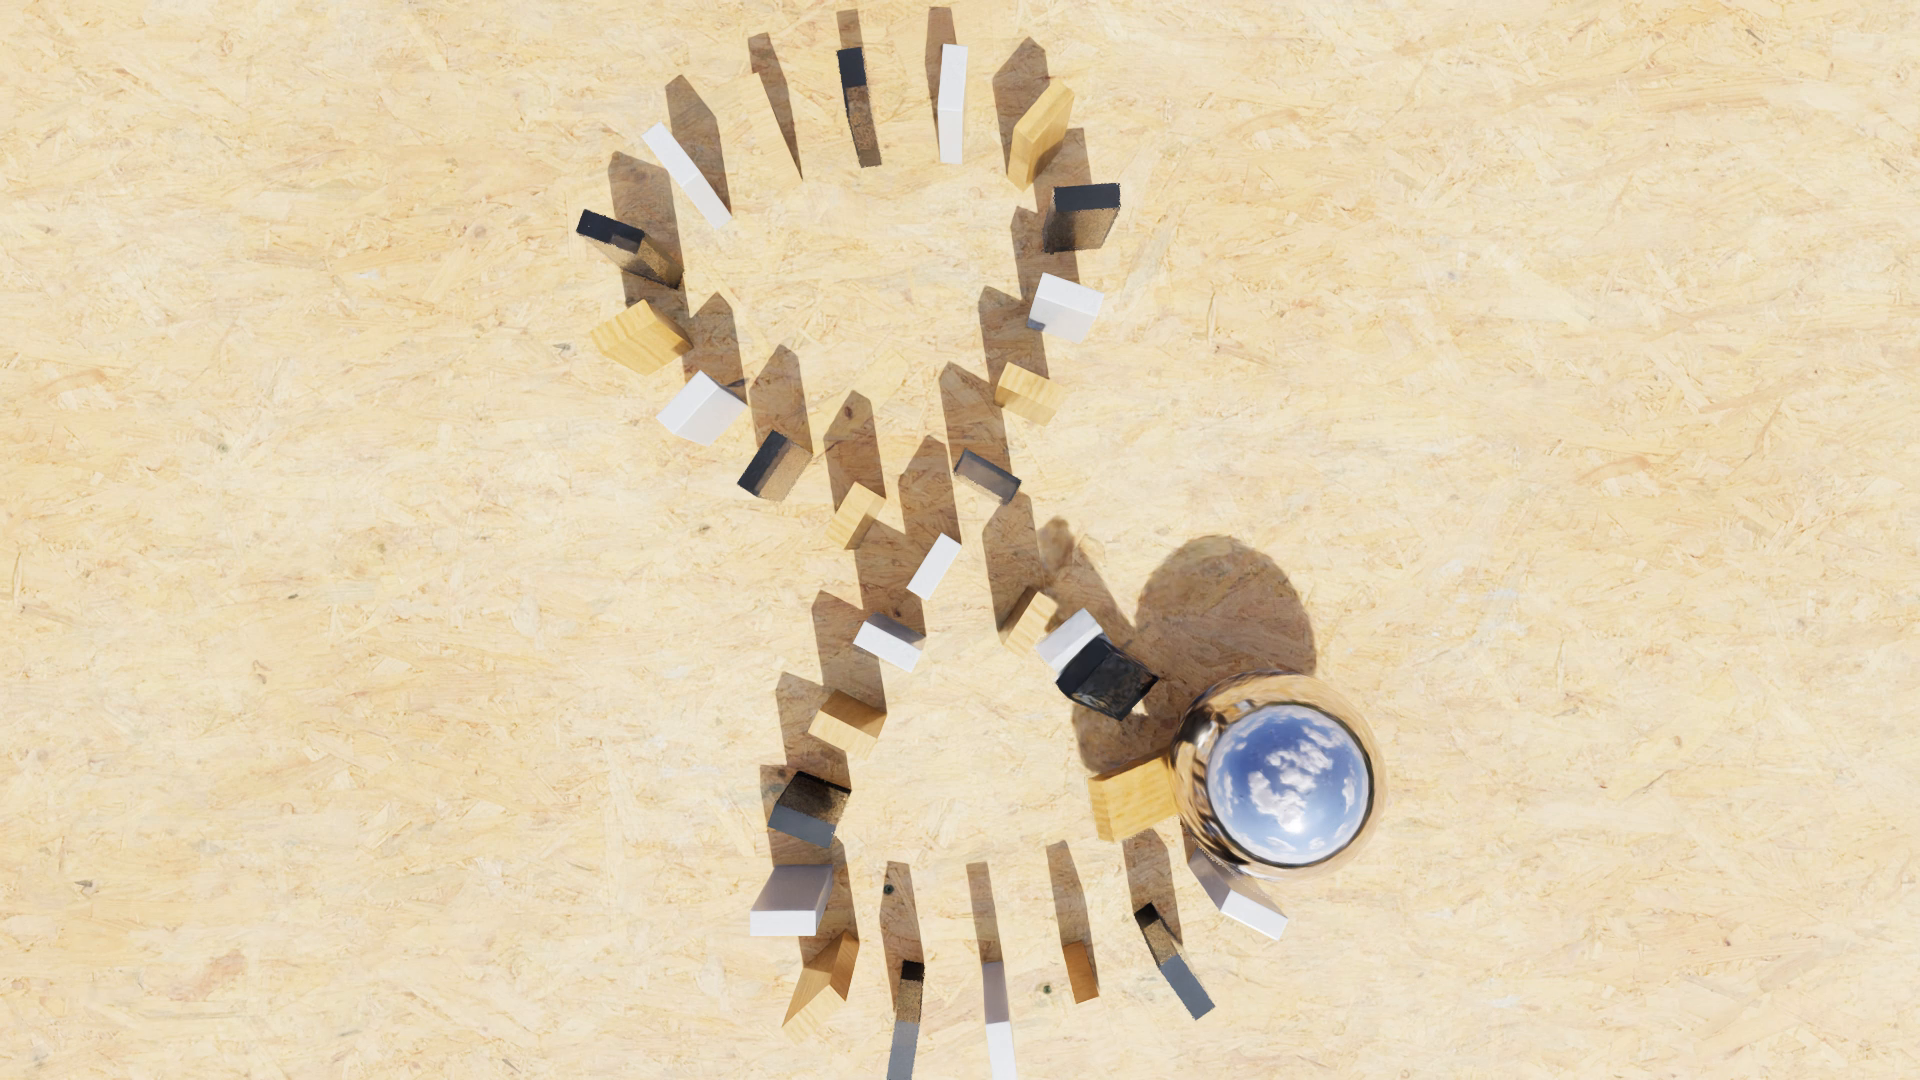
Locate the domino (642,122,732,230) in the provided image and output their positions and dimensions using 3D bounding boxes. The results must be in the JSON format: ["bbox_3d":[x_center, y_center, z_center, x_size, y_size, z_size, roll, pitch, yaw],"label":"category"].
[{"bbox_3d":[-0.111,-0.148,0.375,0.009,0.050,0.025,-38,90,0],"label":"domino"}]

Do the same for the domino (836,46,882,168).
[{"bbox_3d":[-0.041,-0.175,0.375,0.009,0.050,0.025,-9,90,0],"label":"domino"}]

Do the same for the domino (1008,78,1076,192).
[{"bbox_3d":[0.032,-0.164,0.375,0.010,0.050,0.025,41,90,0],"label":"domino"}]

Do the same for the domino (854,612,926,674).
[{"bbox_3d":[-0.028,0.041,0.375,0.025,0.050,0.010,28,90,0],"label":"domino"}]

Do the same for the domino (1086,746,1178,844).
[{"bbox_3d":[0.077,0.105,0.383,0.050,0.009,0.025,-12,90,-32],"label":"domino"}]

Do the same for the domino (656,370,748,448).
[{"bbox_3d":[-0.104,-0.053,0.375,0.009,0.050,0.025,43,90,0],"label":"domino"}]

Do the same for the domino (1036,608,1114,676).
[{"bbox_3d":[0.050,0.047,0.376,0.025,0.050,0.010,-40,59,1],"label":"domino"}]

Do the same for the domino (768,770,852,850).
[{"bbox_3d":[-0.060,0.109,0.375,0.025,0.050,0.009,21,90,0],"label":"domino"}]

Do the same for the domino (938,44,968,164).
[{"bbox_3d":[-0.003,-0.177,0.375,0.009,0.050,0.025,5,90,0],"label":"domino"}]

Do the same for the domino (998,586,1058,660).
[{"bbox_3d":[0.027,0.033,0.375,0.009,0.050,0.025,33,90,0],"label":"domino"}]

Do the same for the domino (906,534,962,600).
[{"bbox_3d":[-0.010,0.010,0.375,0.010,0.050,0.025,32,90,0],"label":"domino"}]

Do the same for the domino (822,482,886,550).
[{"bbox_3d":[-0.042,-0.009,0.375,0.010,0.050,0.025,31,90,0],"label":"domino"}]

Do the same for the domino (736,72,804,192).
[{"bbox_3d":[-0.077,-0.165,0.375,0.010,0.050,0.025,-21,90,0],"label":"domino"}]

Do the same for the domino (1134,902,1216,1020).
[{"bbox_3d":[0.087,0.171,0.375,0.009,0.050,0.025,-35,90,0],"label":"domino"}]

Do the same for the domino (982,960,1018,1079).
[{"bbox_3d":[0.016,0.197,0.375,0.009,0.050,0.025,-8,90,0],"label":"domino"}]

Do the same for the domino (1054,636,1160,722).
[{"bbox_3d":[0.061,0.058,0.376,0.025,0.050,0.010,-50,51,7],"label":"domino"}]

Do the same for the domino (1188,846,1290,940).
[{"bbox_3d":[0.113,0.143,0.375,0.025,0.050,0.010,27,90,0],"label":"domino"}]

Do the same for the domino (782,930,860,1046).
[{"bbox_3d":[-0.056,0.182,0.375,0.025,0.050,0.010,-42,90,0],"label":"domino"}]

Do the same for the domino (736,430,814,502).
[{"bbox_3d":[-0.075,-0.029,0.375,0.010,0.050,0.025,34,90,0],"label":"domino"}]

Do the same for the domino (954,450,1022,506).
[{"bbox_3d":[0.011,-0.025,0.375,0.025,0.050,0.010,30,90,0],"label":"domino"}]

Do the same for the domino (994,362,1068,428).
[{"bbox_3d":[0.028,-0.059,0.375,0.025,0.050,0.009,24,90,0],"label":"domino"}]

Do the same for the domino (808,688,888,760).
[{"bbox_3d":[-0.045,0.075,0.375,0.025,0.050,0.009,27,90,0],"label":"domino"}]

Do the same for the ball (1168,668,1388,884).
[{"bbox_3d":[0.122,0.090,0.355,0.080,0.080,0.080,0,90,0],"label":"ball"}]

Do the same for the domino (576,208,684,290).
[{"bbox_3d":[-0.134,-0.118,0.375,0.025,0.050,0.010,20,90,0],"label":"domino"}]

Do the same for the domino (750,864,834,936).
[{"bbox_3d":[-0.068,0.146,0.375,0.025,0.050,0.009,0,90,0],"label":"domino"}]

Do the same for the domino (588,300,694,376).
[{"bbox_3d":[-0.129,-0.082,0.375,0.025,0.050,0.010,-31,90,0],"label":"domino"}]

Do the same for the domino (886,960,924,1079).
[{"bbox_3d":[-0.022,0.197,0.375,0.009,0.050,0.025,9,90,0],"label":"domino"}]

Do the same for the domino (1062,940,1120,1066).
[{"bbox_3d":[0.053,0.188,0.375,0.010,0.050,0.025,-19,90,0],"label":"domino"}]

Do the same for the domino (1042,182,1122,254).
[{"bbox_3d":[0.049,-0.131,0.375,0.025,0.050,0.010,-5,90,0],"label":"domino"}]

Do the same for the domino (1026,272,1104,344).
[{"bbox_3d":[0.042,-0.094,0.375,0.025,0.050,0.009,19,90,0],"label":"domino"}]
